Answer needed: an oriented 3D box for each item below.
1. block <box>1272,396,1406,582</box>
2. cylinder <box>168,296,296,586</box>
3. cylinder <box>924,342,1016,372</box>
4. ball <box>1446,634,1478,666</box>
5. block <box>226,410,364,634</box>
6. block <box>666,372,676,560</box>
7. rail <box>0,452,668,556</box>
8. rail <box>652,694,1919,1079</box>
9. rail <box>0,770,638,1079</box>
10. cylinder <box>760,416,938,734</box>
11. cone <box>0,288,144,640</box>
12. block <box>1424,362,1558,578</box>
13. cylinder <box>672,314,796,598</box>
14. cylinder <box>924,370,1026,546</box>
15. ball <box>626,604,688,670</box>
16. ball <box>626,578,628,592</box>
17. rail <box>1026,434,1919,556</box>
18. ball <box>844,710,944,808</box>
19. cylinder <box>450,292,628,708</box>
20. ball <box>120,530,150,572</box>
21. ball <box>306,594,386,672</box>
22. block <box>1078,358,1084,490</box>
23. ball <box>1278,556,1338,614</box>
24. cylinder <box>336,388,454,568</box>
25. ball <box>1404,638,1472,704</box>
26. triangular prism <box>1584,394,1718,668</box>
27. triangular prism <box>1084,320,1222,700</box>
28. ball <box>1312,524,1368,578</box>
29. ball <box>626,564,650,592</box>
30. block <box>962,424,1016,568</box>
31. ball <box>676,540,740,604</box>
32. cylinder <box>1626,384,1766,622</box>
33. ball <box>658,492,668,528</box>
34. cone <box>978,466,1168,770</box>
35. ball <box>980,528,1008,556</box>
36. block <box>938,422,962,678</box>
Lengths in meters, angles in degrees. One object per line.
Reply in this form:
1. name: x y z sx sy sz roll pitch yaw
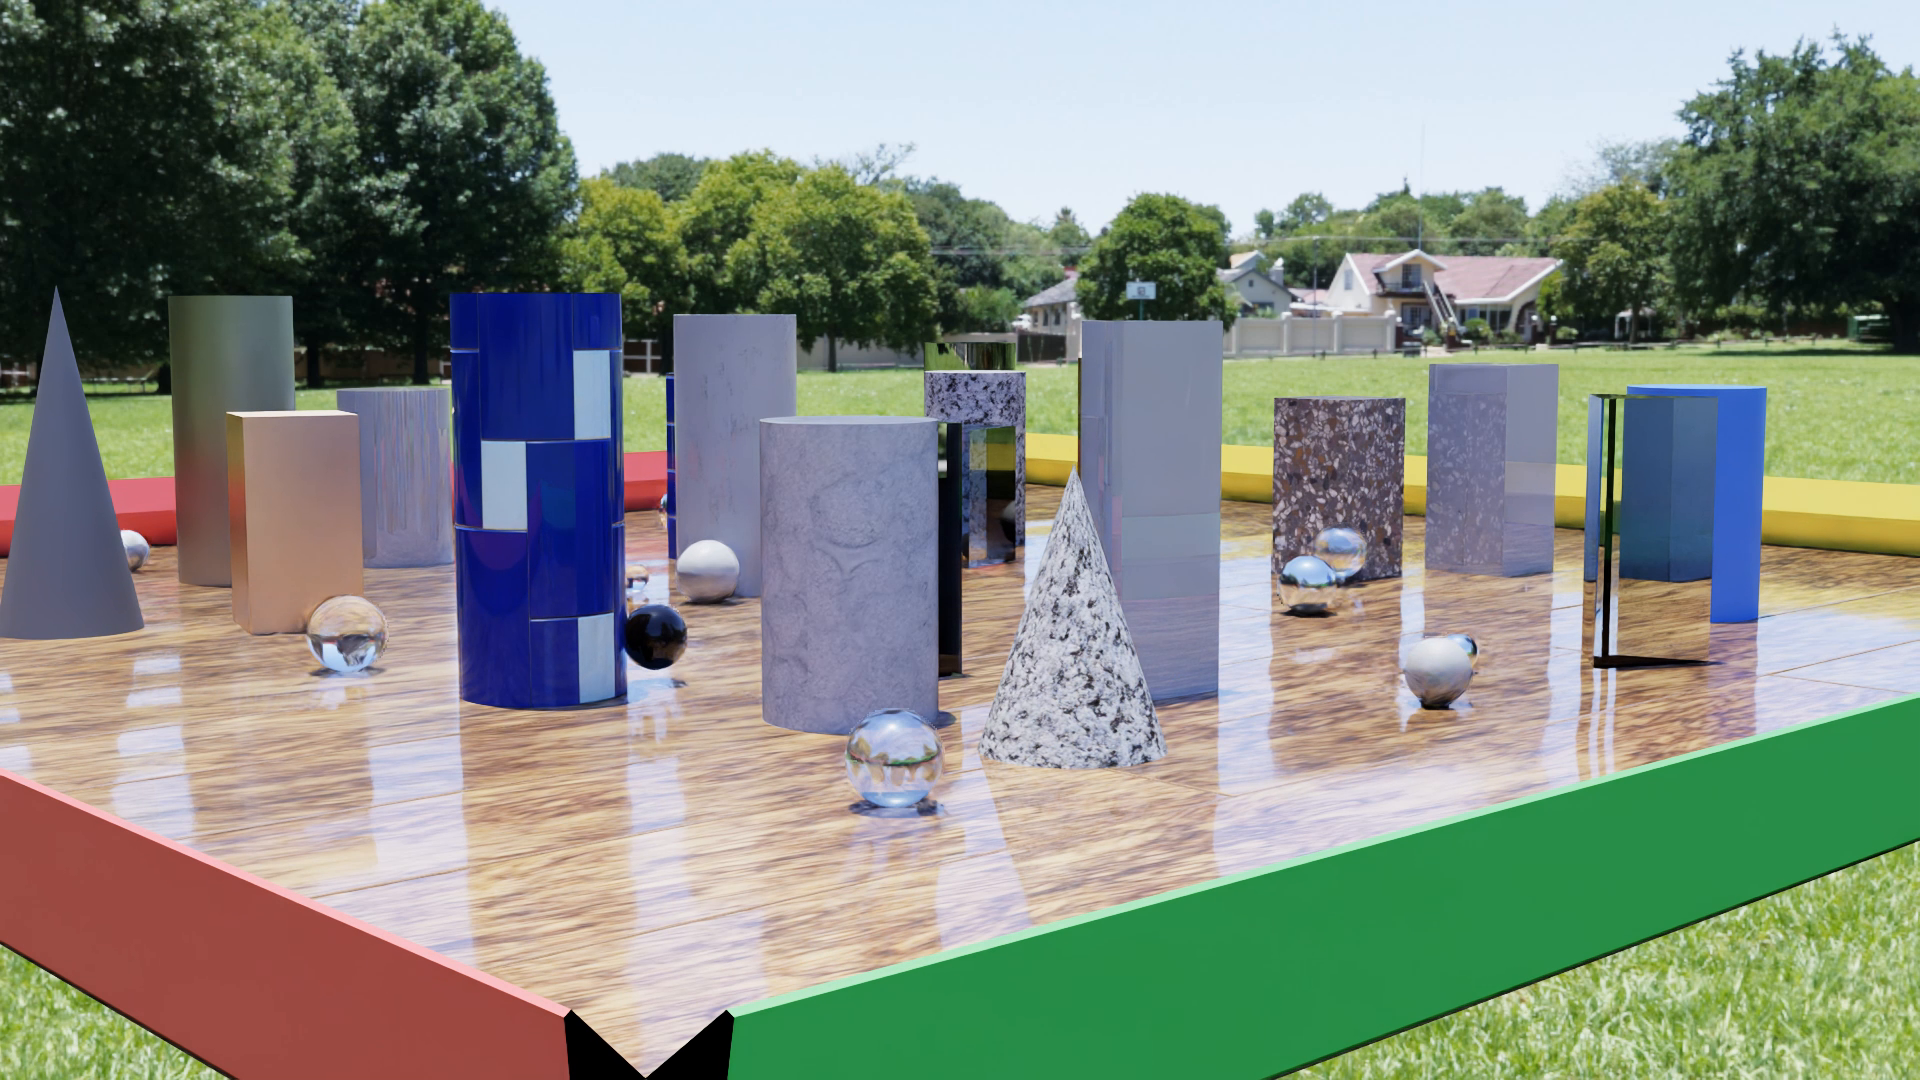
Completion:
1. block: 0.635 -0.090 3.691 0.155 0.297 0.155 -6 8 -43
2. cylinder: -1.193 -0.167 3.620 0.193 0.466 0.193 0 6 0
3. cylinder: 0.021 -0.225 4.600 0.193 0.375 0.193 0 6 0
4. ball: 0.612 0.139 2.702 0.048 0.048 0.048 0 6 0
5. block: -0.940 -0.029 3.106 0.155 0.298 0.155 -3 7 -26
6. block: -0.415 -0.130 3.909 0.155 0.331 0.155 -4 7 -36
7. rail: -1.102 -0.092 4.520 3.436 0.126 0.045 -6 8 -42
8. rail: 1.102 0.157 2.144 3.436 0.126 0.045 -6 8 -42
9. rail: -1.245 0.153 2.189 0.045 0.126 3.298 -6 8 -42
10. cylinder: -0.120 0.032 2.393 0.193 0.326 0.193 0 6 0
11. cone: -1.240 -0.113 3.042 0.193 0.478 0.193 0 6 0
12. block: 0.907 -0.124 3.754 0.155 0.352 0.155 -6 8 -43
13. cylinder: -0.354 -0.138 3.484 0.193 0.436 0.193 0 6 0
14. cylinder: 0.029 -0.158 4.201 0.193 0.326 0.193 0 6 0
15. ball: -0.363 0.115 2.616 0.079 0.079 0.079 0 6 0
16. ball: -0.531 0.070 3.382 0.043 0.043 0.043 0 6 0
17. rail: 1.245 -0.087 4.475 0.045 0.126 3.298 -6 8 -42
18. ball: -0.059 0.196 1.968 0.088 0.088 0.088 0 6 0
19. cylinder: -0.485 -0.052 2.537 0.193 0.462 0.193 0 6 0
20. ball: -1.415 0.019 3.736 0.071 0.071 0.071 0 6 0
21. ball: -0.754 0.115 2.705 0.095 0.095 0.095 0 6 0
22. block: 0.329 -0.169 4.179 0.155 0.352 0.155 -3 7 -26
23. ball: 0.509 0.065 3.222 0.086 0.086 0.086 0 6 0
24. cylinder: -0.994 -0.113 3.874 0.193 0.304 0.193 0 6 0
25. ball: 0.540 0.148 2.484 0.076 0.076 0.076 0 6 0
26. triangular prism: 0.847 -0.017 2.811 0.167 0.335 0.145 -2 6 -19
27. triangular prism: 0.193 -0.039 2.563 0.167 0.431 0.145 -5 8 -40
28. ball: 0.613 0.018 3.548 0.088 0.088 0.088 0 6 0
29. ball: -0.514 0.059 3.481 0.044 0.044 0.044 0 6 0
30. block: -0.008 -0.080 3.876 0.155 0.239 0.155 4 7 32
31. ball: -0.381 0.048 3.332 0.097 0.097 0.097 0 6 0
32. cylinder: 1.071 -0.058 3.214 0.193 0.332 0.193 0 6 0
33. ball: -0.557 -0.059 4.388 0.090 0.090 0.090 0 6 0
34. cone: 0.114 0.067 2.217 0.193 0.292 0.193 0 6 0
35. ball: 0.062 0.004 3.966 0.052 0.052 0.052 0 6 0
36. block: -0.106 0.010 2.689 0.155 0.308 0.155 -4 7 -37
